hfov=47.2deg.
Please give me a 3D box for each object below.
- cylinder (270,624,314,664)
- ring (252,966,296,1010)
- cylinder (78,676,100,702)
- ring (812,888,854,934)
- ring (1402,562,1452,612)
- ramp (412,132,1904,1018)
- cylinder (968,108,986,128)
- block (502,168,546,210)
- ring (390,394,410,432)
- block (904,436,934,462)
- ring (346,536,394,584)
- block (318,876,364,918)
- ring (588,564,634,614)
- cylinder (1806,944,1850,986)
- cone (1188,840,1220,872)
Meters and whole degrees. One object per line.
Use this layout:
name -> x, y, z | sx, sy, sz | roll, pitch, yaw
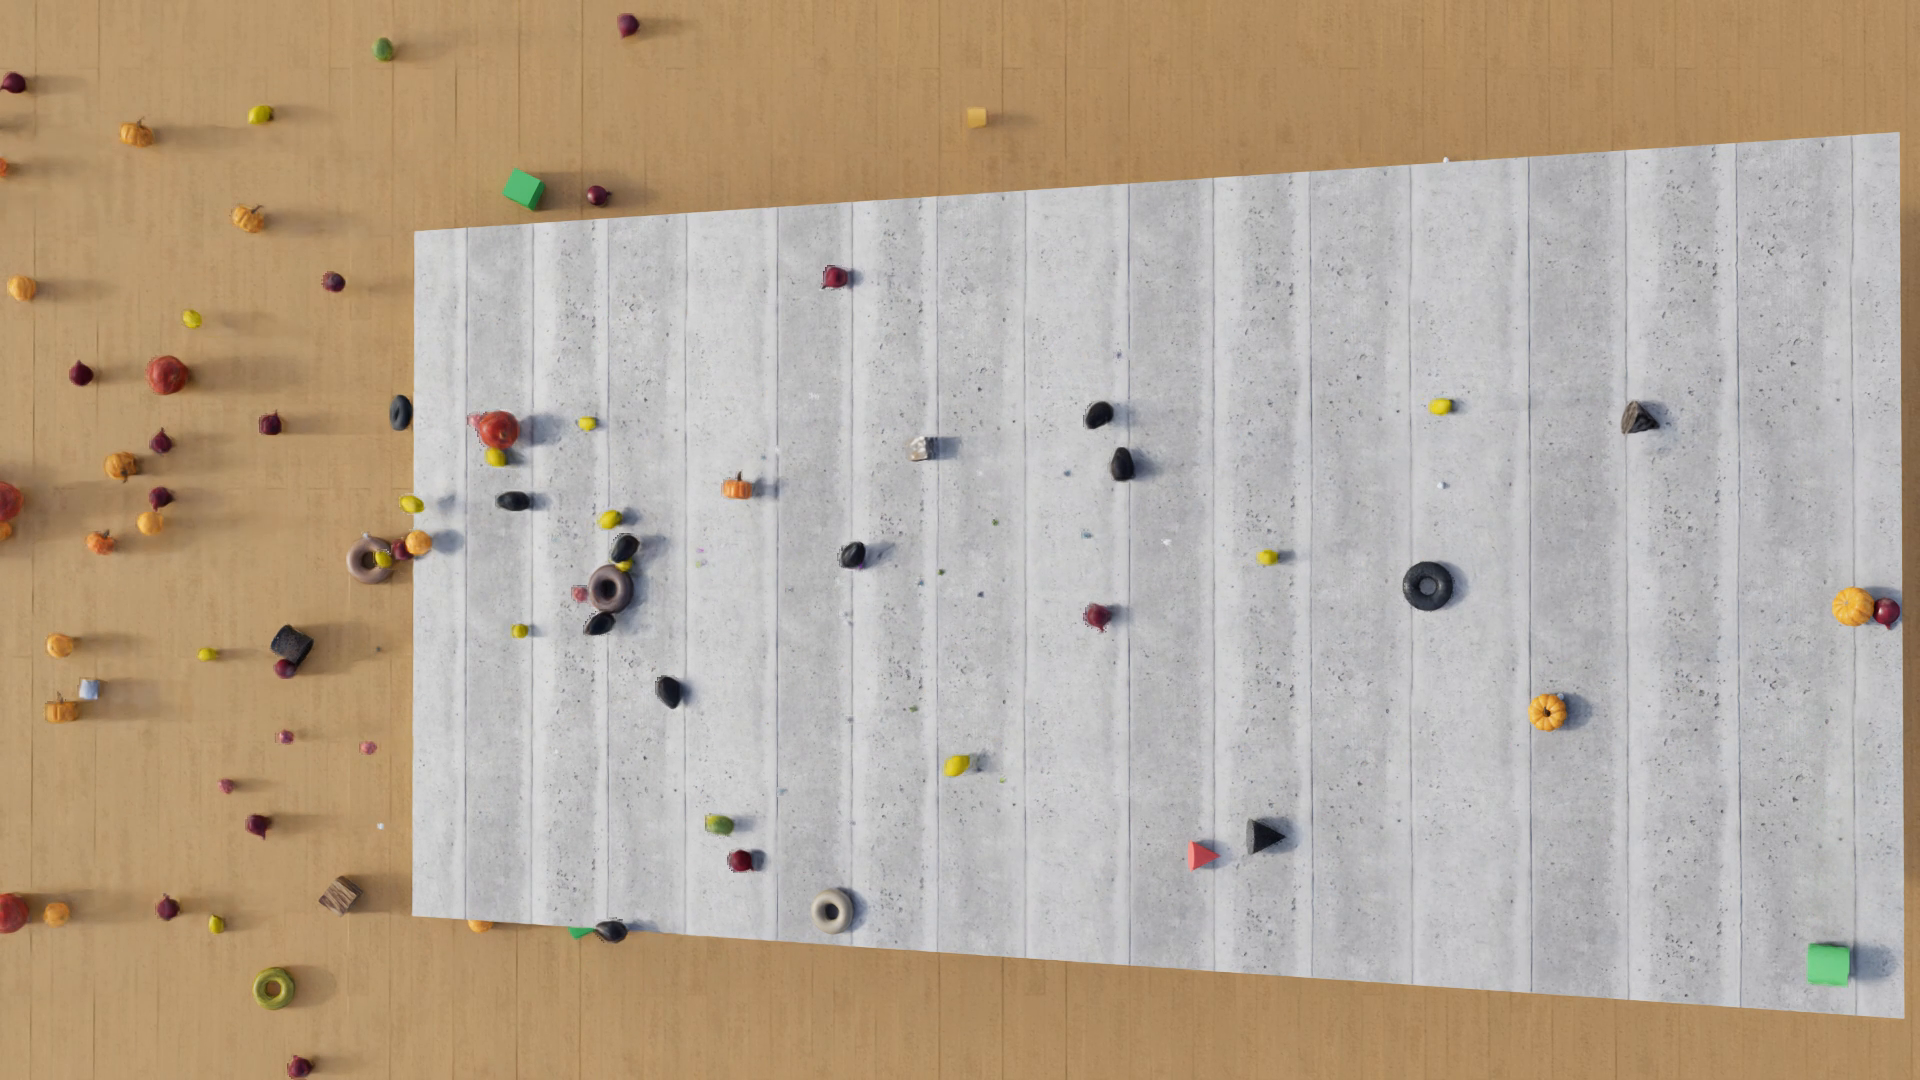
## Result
cylinder -> -1.965, 0.307, 6.473 | 0.088, 0.088, 0.088 | 32, 89, 0
ring -> -2.022, 1.322, 6.483 | 0.128, 0.043, 0.128 | 0, 89, -1
cylinder -> -2.566, 0.440, 6.485 | 0.052, 0.052, 0.052 | 24, 116, 0
ring -> -0.342, 0.996, 5.899 | 0.123, 0.041, 0.123 | 0, 90, 21
ring -> 1.133, 0.112, 5.330 | 0.122, 0.041, 0.122 | 0, 90, 21
ramp -> 0.282, 0.087, 5.740 | 4.000, 0.100, 2.000 | 0, 89, 21
cylinder -> 0.050, -1.249, 6.510 | 0.053, 0.053, 0.053 | -1, 89, 0
block -> -1.287, -1.035, 6.491 | 0.084, 0.084, 0.084 | 26, 89, 0
ring -> -1.646, -0.374, 6.469 | 0.036, 0.108, 0.108 | 2, 89, -34
block -> -0.107, -0.240, 5.812 | 0.058, 0.058, 0.058 | -7, 87, 21
ring -> -1.742, 0.060, 6.496 | 0.144, 0.048, 0.144 | 0, 88, 0
block -> -1.820, 1.048, 6.467 | 0.080, 0.080, 0.080 | 36, 89, 0
ring -> -0.978, 0.137, 6.157 | 0.141, 0.047, 0.141 | -1, 88, 22
cylinder -> 1.961, 0.960, 4.968 | 0.086, 0.086, 0.086 | 5, 89, 24
cone -> 0.618, 0.794, 5.527 | 0.077, 0.077, 0.077 | 1, 89, -5
